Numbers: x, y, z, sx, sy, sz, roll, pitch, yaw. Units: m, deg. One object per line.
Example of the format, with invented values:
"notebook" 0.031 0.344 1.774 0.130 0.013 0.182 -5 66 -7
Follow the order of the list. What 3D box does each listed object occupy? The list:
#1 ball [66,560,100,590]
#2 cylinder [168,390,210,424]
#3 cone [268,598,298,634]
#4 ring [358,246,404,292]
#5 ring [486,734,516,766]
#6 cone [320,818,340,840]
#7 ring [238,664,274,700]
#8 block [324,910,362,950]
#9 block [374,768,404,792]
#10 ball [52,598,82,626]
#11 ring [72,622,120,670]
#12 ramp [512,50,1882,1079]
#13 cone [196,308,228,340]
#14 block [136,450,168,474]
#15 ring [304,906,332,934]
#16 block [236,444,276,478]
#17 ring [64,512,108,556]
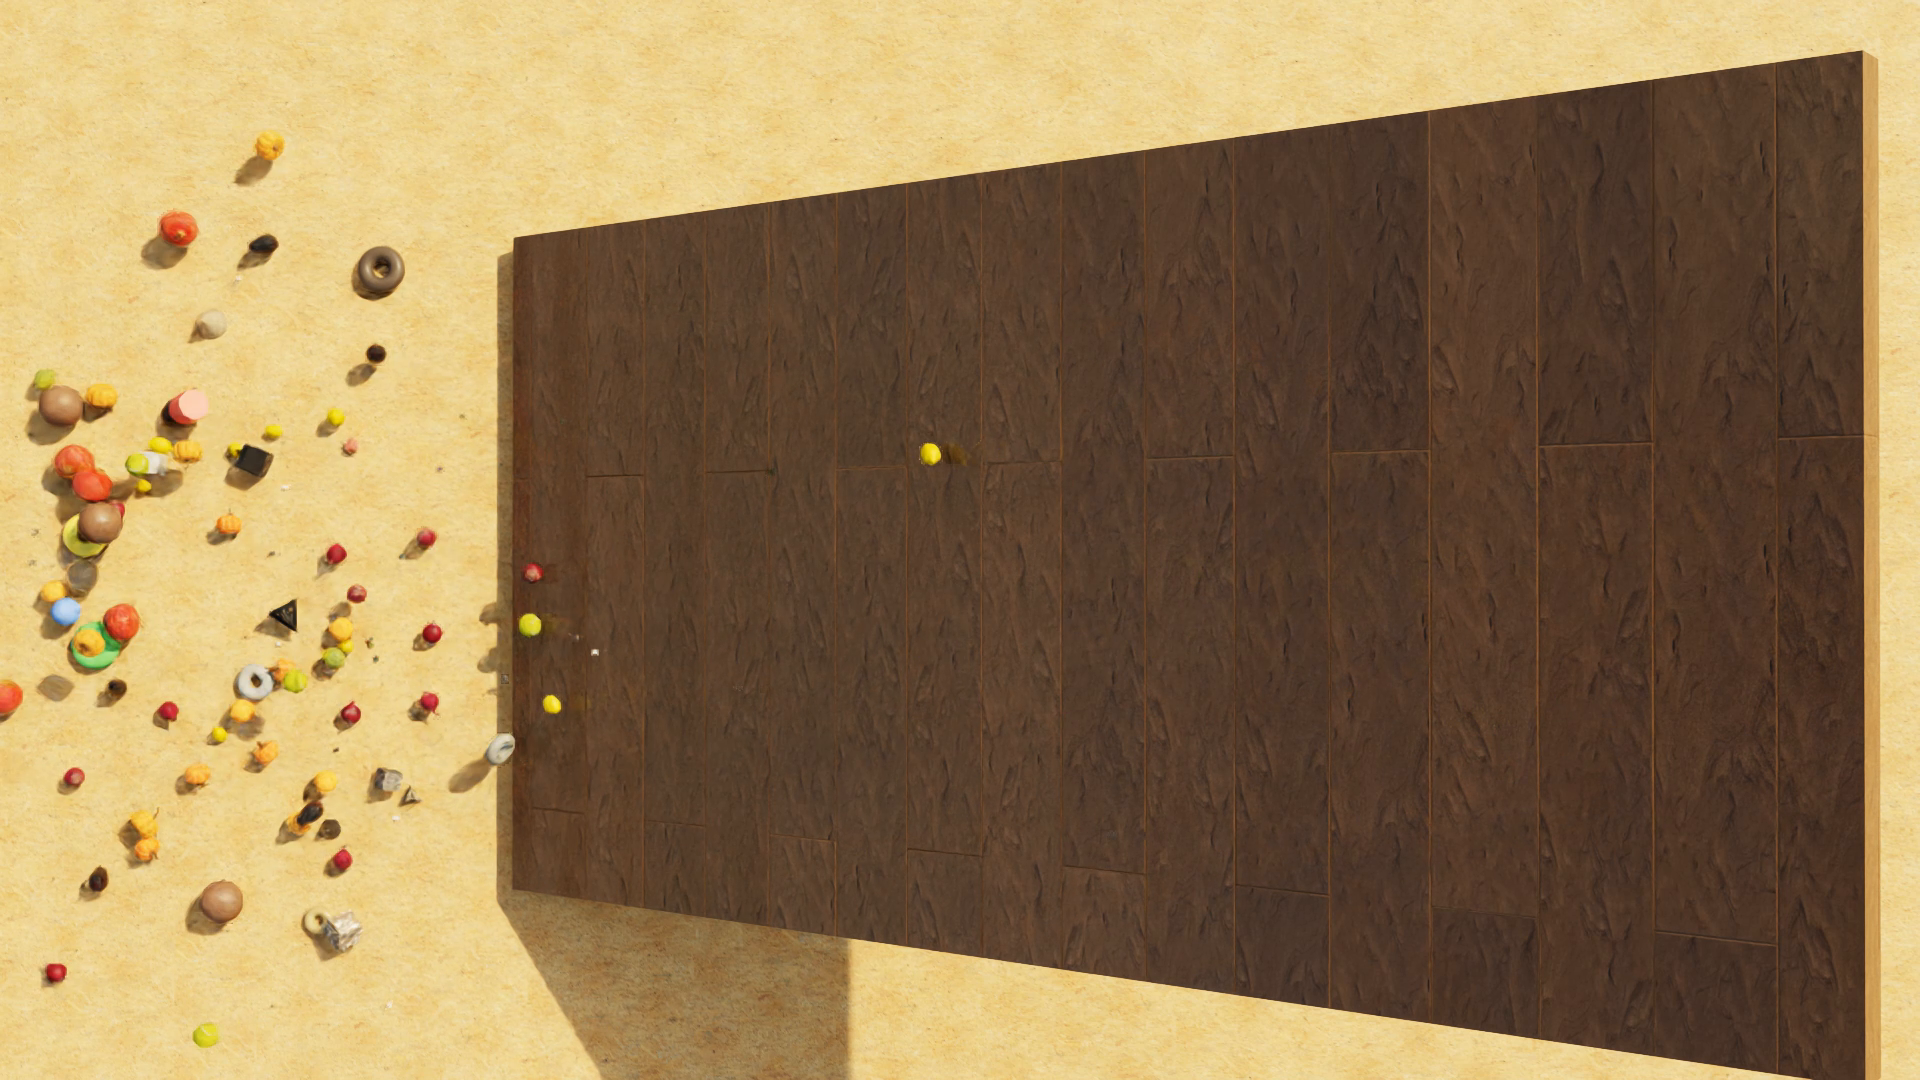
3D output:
"ball" -2.693 0.107 6.754 0.097 0.097 0.097 0 90 0
"cylinder" -2.370 -0.408 6.758 0.093 0.093 0.093 8 77 -38
"cone" -2.064 0.246 6.774 0.098 0.098 0.098 -29 96 0
"ring" -1.791 -0.839 6.807 0.148 0.049 0.148 0 86 2
"ring" -1.394 0.634 6.672 0.036 0.109 0.109 32 90 23
"cone" -1.953 0.897 6.788 0.066 0.066 0.066 0 90 0
"ring" -2.179 0.440 6.802 0.116 0.039 0.116 0 91 5
"block" -1.891 1.198 6.749 0.076 0.076 0.076 43 131 27
"block" -1.762 0.739 6.780 0.058 0.058 0.058 13 90 -40
"ball" -2.749 0.220 6.762 0.085 0.085 0.085 0 90 0
"ring" -2.673 0.326 6.800 0.147 0.049 0.147 0 88 0
"ramp" 0.217 0.062 5.532 4.000 0.100 2.000 0 90 39
"cone" -2.324 -0.672 6.782 0.096 0.096 0.096 0 90 0
"block" -2.495 -0.239 6.796 0.065 0.065 0.065 8 90 0
"ring" -1.984 1.176 6.804 0.090 0.030 0.090 0 87 3
"block" -2.176 -0.246 6.790 0.076 0.076 0.076 23 90 0
"ring" -2.705 -0.016 6.804 0.138 0.046 0.138 0 89 -1
